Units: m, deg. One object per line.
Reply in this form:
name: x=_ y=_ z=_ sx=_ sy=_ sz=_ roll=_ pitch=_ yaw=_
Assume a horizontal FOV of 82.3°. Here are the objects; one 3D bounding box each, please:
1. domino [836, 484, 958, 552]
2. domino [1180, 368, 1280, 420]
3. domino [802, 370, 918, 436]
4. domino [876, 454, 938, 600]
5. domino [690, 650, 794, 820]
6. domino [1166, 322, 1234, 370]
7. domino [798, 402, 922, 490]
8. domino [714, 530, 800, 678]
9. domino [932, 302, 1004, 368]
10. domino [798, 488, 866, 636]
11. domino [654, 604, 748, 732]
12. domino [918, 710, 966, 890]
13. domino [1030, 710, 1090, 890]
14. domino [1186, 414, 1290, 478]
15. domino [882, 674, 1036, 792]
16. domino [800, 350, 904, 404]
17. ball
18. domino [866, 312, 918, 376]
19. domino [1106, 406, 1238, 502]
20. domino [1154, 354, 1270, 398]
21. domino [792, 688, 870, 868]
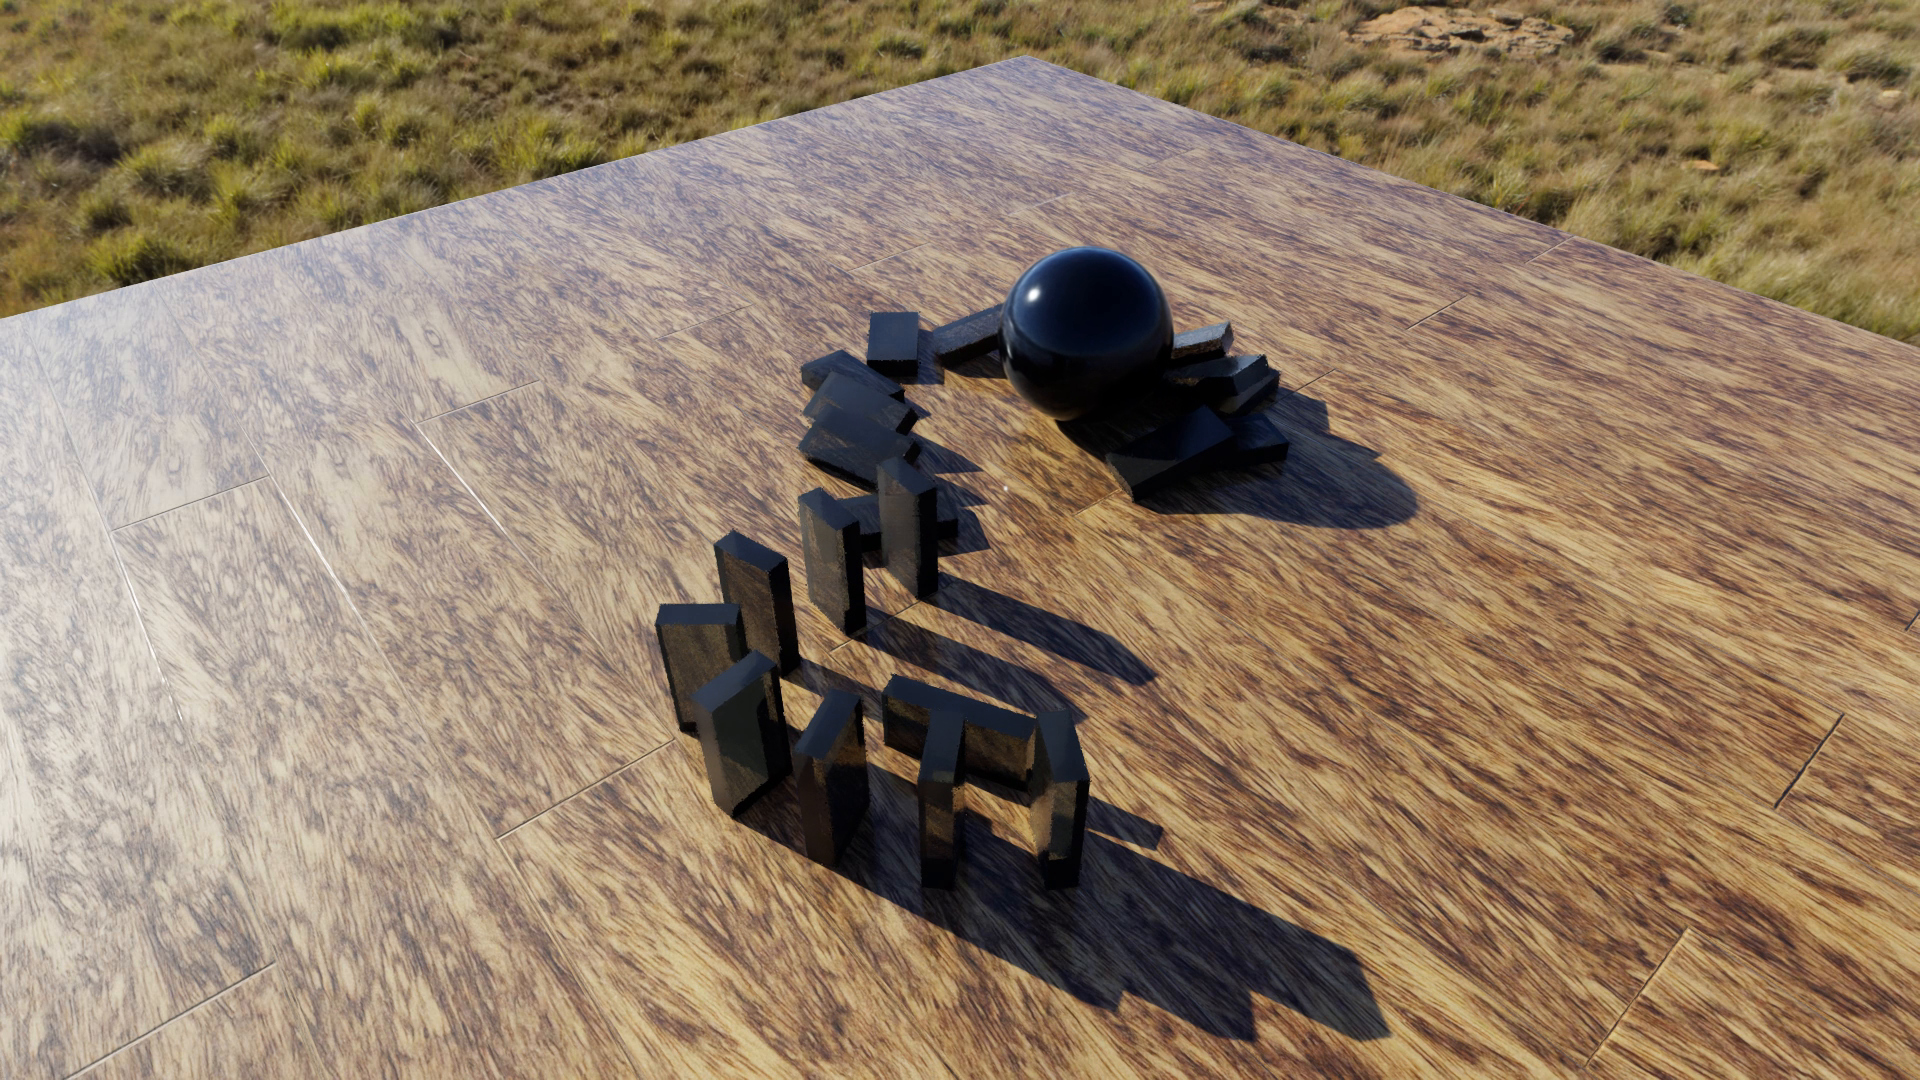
domino: x=-0.028 y=-0.009 z=0.454 sx=0.050 sy=0.010 sz=0.025 roll=-10 pitch=40 yaw=-11
domino: x=0.131 y=-0.071 z=0.531 sx=0.025 sy=0.009 sz=0.050 roll=28 pitch=47 yaw=30
domino: x=-0.046 y=-0.057 z=0.504 sx=0.050 sy=0.010 sz=0.025 roll=28 pitch=80 yaw=30
domino: x=-0.020 y=-0.004 z=0.417 sx=0.009 sy=0.050 sz=0.025 roll=-25 pitch=45 yaw=-27
domino: x=-0.066 y=0.060 z=0.338 sx=0.010 sy=0.050 sz=0.025 roll=28 pitch=47 yaw=30
domino: x=0.107 y=-0.093 z=0.539 sx=0.050 sy=0.010 sz=0.025 roll=-9 pitch=25 yaw=29
domino: x=-0.044 y=-0.040 z=0.483 sx=0.050 sy=0.010 sz=0.025 roll=25 pitch=76 yaw=27
domino: x=-0.070 y=0.023 z=0.383 sx=0.025 sy=0.050 sz=0.009 roll=25 pitch=45 yaw=27
domino: x=0.013 y=-0.106 z=0.561 sx=0.050 sy=0.009 sz=0.025 roll=-20 pitch=40 yaw=4
domino: x=-0.046 y=0.008 z=0.401 sx=0.009 sy=0.050 sz=0.025 roll=-27 pitch=46 yaw=-29
domino: x=-0.082 y=0.042 z=0.360 sx=0.025 sy=0.050 sz=0.010 roll=0 pitch=39 yaw=0
domino: x=-0.005 y=0.076 z=0.319 sx=0.009 sy=0.050 sz=0.025 roll=5 pitch=40 yaw=6
domino: x=0.028 y=0.076 z=0.319 sx=0.010 sy=0.050 sz=0.025 roll=-5 pitch=40 yaw=-6
domino: x=0.119 y=-0.043 z=0.496 sx=0.050 sy=0.010 sz=0.025 roll=-10 pitch=40 yaw=-12
domino: x=0.000 y=0.062 z=0.355 sx=0.050 sy=0.025 sz=0.009 roll=15 pitch=42 yaw=18
domino: x=-0.053 y=-0.075 z=0.535 sx=0.025 sy=0.009 sz=0.050 roll=-29 pitch=47 yaw=-31
ball: x=0.057 y=-0.093 z=0.501 sx=0.080 sy=0.080 sz=0.080 roll=0 pitch=39 yaw=0
domino: x=-0.034 y=-0.101 z=0.567 sx=0.025 sy=0.009 sz=0.050 roll=-1 pitch=39 yaw=-1
domino: x=0.092 y=-0.038 z=0.477 sx=0.050 sy=0.010 sz=0.025 roll=-27 pitch=43 yaw=-3
domino: x=0.117 y=-0.077 z=0.516 sx=0.025 sy=0.009 sz=0.050 roll=-33 pitch=24 yaw=-30
domino: x=-0.037 y=0.071 z=0.325 sx=0.009 sy=0.050 sz=0.025 roll=13 pitch=41 yaw=16
